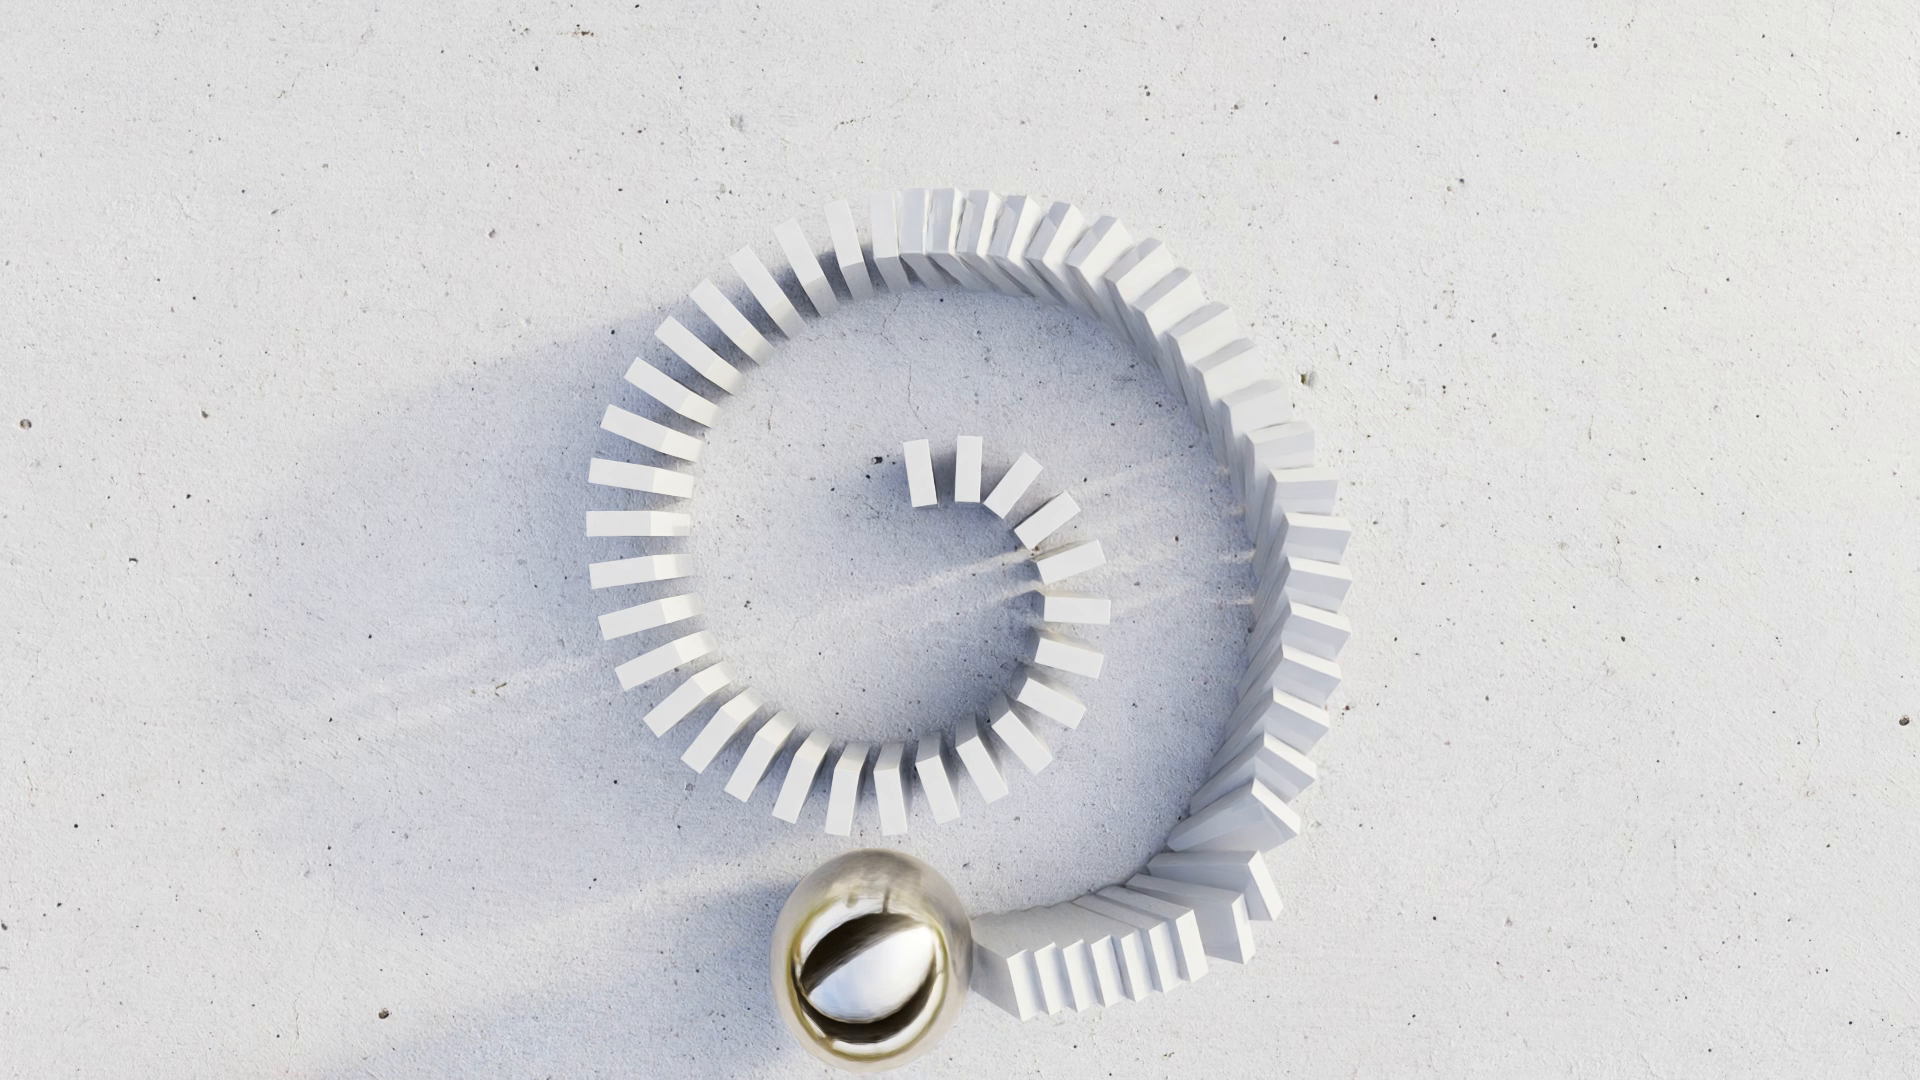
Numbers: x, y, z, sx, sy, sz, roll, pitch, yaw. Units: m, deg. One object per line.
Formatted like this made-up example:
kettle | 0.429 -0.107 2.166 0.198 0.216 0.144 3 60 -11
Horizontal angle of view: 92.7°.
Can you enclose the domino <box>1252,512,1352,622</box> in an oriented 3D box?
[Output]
domino | 0.142 0.013 0.382 0.025 0.010 0.050 6 124 0

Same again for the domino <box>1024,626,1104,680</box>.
domino | 0.042 0.045 0.375 0.025 0.050 0.009 15 90 0

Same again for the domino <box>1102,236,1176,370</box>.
domino | 0.080 -0.097 0.380 0.025 0.010 0.050 -40 132 0

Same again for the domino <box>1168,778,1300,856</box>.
domino | 0.113 0.121 0.381 0.025 0.009 0.050 42 126 0

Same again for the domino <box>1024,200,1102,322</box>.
domino | 0.049 -0.114 0.378 0.009 0.050 0.025 28 90 41

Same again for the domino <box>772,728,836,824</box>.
domino | -0.063 0.095 0.375 0.009 0.050 0.025 21 90 0

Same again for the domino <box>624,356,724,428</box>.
domino | -0.116 -0.059 0.375 0.025 0.050 0.009 33 90 0

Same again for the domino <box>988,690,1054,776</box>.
domino | 0.024 0.078 0.375 0.010 0.050 0.025 -42 90 0

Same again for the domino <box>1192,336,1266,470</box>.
domino | 0.115 -0.056 0.381 0.025 0.009 0.050 -27 126 0

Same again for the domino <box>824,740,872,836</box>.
domino | -0.045 0.100 0.375 0.009 0.050 0.025 9 90 0

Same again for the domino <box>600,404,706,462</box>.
domino | -0.124 -0.043 0.375 0.025 0.050 0.009 22 90 0

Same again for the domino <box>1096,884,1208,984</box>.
domino | 0.078 0.160 0.376 0.009 0.050 0.025 -14 90 -30

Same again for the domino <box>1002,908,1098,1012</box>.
domino | 0.035 0.171 0.376 0.010 0.050 0.025 -14 90 -29

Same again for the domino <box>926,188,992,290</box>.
domino | 0.001 -0.122 0.375 0.010 0.050 0.025 6 90 21

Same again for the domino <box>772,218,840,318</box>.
domino | -0.062 -0.110 0.375 0.010 0.050 0.025 -28 90 0

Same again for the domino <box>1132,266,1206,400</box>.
domino | 0.092 -0.085 0.380 0.025 0.010 0.050 -38 130 0

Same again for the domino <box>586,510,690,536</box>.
domino | -0.130 -0.006 0.375 0.025 0.050 0.009 -1 90 0

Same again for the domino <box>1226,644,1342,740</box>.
domino | 0.134 0.068 0.382 0.025 0.010 0.050 21 123 0

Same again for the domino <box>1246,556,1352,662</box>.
domino | 0.141 0.032 0.382 0.025 0.009 0.050 11 124 0

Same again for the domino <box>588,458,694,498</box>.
domino | -0.129 -0.025 0.375 0.025 0.050 0.009 9 90 0

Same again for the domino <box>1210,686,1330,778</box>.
domino | 0.128 0.086 0.383 0.025 0.010 0.050 26 123 0

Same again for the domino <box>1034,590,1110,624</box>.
domino | 0.045 0.027 0.375 0.025 0.050 0.010 3 90 0

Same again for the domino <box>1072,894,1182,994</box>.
domino | 0.067 0.164 0.376 0.009 0.050 0.025 -14 90 -30

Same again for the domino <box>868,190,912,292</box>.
domino | -0.028 -0.121 0.375 0.010 0.050 0.025 -5 90 4

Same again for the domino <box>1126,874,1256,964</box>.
domino | 0.094 0.156 0.378 0.050 0.009 0.025 -8 96 45

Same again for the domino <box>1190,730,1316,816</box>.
domino | 0.121 0.104 0.382 0.025 0.009 0.050 33 123 0

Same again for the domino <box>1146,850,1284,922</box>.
domino | 0.104 0.143 0.378 0.010 0.050 0.025 -26 92 -44

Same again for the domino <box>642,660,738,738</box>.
domino | -0.109 0.064 0.375 0.025 0.050 0.009 -40 90 0

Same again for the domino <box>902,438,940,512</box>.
domino | -0.015 -0.026 0.375 0.009 0.050 0.025 -9 90 0

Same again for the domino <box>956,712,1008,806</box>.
domino | 0.008 0.088 0.375 0.009 0.050 0.025 -29 90 0

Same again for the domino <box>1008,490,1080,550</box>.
domino | 0.033 -0.008 0.375 0.025 0.050 0.010 -37 90 0

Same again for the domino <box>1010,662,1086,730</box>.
domino | 0.035 0.063 0.375 0.025 0.050 0.010 28 90 0

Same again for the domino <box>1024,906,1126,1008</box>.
domino | 0.045 0.170 0.376 0.010 0.050 0.025 -14 90 -29

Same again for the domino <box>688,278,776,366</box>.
domino | -0.092 -0.088 0.375 0.009 0.050 0.025 -44 90 0

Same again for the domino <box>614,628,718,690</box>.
domino | -0.119 0.048 0.375 0.025 0.050 0.009 -25 90 0

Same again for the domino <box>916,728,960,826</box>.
domino | -0.009 0.096 0.375 0.009 0.050 0.025 -19 90 0

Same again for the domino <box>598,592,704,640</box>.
domino | -0.125 0.031 0.375 0.025 0.050 0.010 -15 90 0

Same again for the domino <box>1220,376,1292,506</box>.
domino | 0.125 -0.040 0.382 0.025 0.009 0.050 -20 125 0

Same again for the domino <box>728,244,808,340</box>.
domino | -0.078 -0.100 0.375 0.009 0.050 0.025 -37 90 0

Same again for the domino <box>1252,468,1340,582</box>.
domino | 0.139 -0.006 0.382 0.025 0.009 0.050 -3 124 0

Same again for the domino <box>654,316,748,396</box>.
domino | -0.105 -0.074 0.375 0.025 0.050 0.010 40 90 0

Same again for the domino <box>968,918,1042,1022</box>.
domino | 0.013 0.175 0.376 0.010 0.050 0.025 -14 90 -29

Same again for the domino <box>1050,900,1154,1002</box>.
domino | 0.057 0.168 0.376 0.010 0.050 0.025 -14 90 -30

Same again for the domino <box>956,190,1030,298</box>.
domino | 0.017 -0.121 0.376 0.010 0.050 0.025 13 90 29

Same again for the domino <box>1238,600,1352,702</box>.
domino | 0.139 0.051 0.382 0.025 0.009 0.050 18 123 0

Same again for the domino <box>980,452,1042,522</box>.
domino | 0.020 -0.021 0.375 0.010 0.050 0.025 38 90 0

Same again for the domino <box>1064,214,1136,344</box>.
domino | 0.065 -0.107 0.379 0.025 0.050 0.010 -51 46 0

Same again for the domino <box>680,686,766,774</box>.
domino | -0.095 0.077 0.375 0.010 0.050 0.025 38 90 0

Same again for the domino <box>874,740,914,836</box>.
domino | -0.027 0.100 0.375 0.010 0.050 0.025 -8 90 0

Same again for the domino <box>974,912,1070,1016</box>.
domino | 0.024 0.172 0.376 0.009 0.050 0.025 -14 90 -29

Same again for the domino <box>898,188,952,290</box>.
domino | -0.013 -0.122 0.375 0.009 0.050 0.025 4 90 12

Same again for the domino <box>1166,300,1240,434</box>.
domino | 0.105 -0.071 0.381 0.025 0.009 0.050 -30 127 0

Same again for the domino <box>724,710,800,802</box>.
domino | -0.080 0.087 0.375 0.009 0.050 0.025 30 90 0

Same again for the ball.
ball | -0.034 0.163 0.360 0.080 0.080 0.080 0 90 0

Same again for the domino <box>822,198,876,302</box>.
domino | -0.045 -0.117 0.375 0.010 0.050 0.025 -16 90 0

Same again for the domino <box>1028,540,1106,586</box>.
domino | 0.042 0.009 0.375 0.025 0.050 0.009 -20 90 0

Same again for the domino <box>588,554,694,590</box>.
domino | -0.129 0.012 0.375 0.025 0.050 0.009 -8 90 0

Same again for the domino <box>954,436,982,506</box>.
domino | 0.003 -0.027 0.375 0.009 0.050 0.025 2 90 0

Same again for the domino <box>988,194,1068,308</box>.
domino | 0.032 -0.118 0.377 0.009 0.050 0.025 18 90 36

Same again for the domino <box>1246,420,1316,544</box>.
domino | 0.133 -0.024 0.382 0.025 0.009 0.050 -13 125 0
